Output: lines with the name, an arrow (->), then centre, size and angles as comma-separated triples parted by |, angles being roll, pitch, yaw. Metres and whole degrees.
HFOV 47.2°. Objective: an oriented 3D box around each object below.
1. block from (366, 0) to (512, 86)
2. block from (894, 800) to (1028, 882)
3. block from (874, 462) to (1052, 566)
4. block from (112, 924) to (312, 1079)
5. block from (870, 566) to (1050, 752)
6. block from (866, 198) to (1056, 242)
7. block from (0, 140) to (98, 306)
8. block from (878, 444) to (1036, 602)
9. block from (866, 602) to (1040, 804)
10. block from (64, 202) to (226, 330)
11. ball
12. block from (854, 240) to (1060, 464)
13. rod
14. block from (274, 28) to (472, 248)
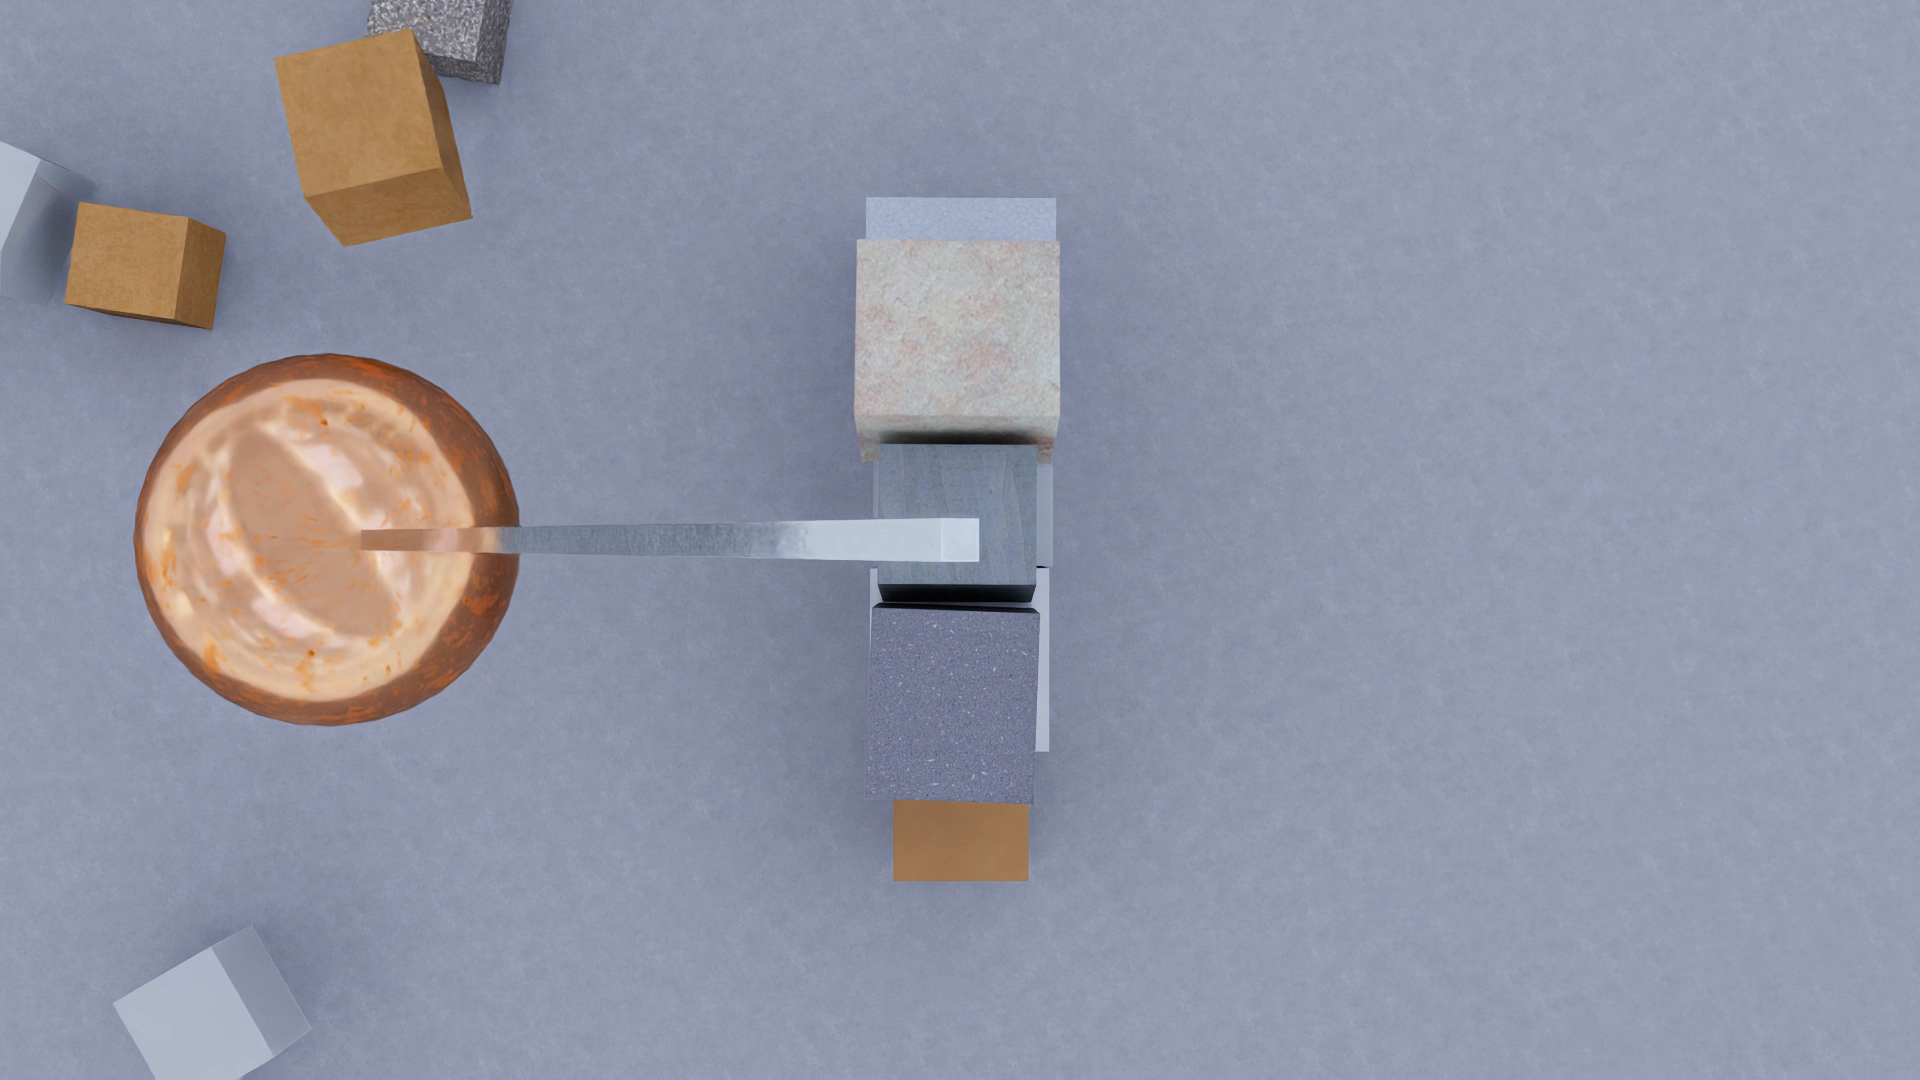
block -> -2.984, -3.045, 12.672 | 0.631, 0.656, 0.624 | 9, 90, 0
block -> 0.005, 1.521, 12.567 | 0.744, 0.866, 0.723 | 0, 90, 0
block -> 0.017, -0.368, 12.512 | 0.982, 0.977, 1.020 | 0, 90, 0
block -> -4.282, 2.739, 12.643 | 0.634, 0.714, 0.714 | -30, 90, 0
block -> -0.002, 0.652, 12.476 | 0.973, 1.049, 0.996 | 0, 90, 0
block -> 0.004, -1.388, 12.556 | 1.047, 0.887, 0.997 | 0, 90, 0
block -> -5.584, -1.891, 12.589 | 0.732, 0.821, 0.798 | 23, 90, 0
block -> -0.014, -0.075, 11.561 | 0.804, 0.835, 0.716 | 0, 82, 0
block -> -0.037, 0.832, 11.487 | 0.845, 0.929, 0.955 | 2, 90, 0
block -> -4.686, -1.571, 12.682 | 0.622, 0.636, 0.577 | 8, 90, 0
ball -> -2.691, 0.000, 9.420 | 1.600, 1.600, 1.600 | 0, 90, 0
block -> -0.014, -0.968, 11.528 | 1.024, 1.001, 0.916 | 0, 78, 0
rod -> -1.166, 0.000, 6.381 | 0.080, 5.200, 0.080 | 0, 90, -27
block -> -2.990, -2.044, 11.276 | 0.689, 0.859, 0.734 | -14, 82, -5
